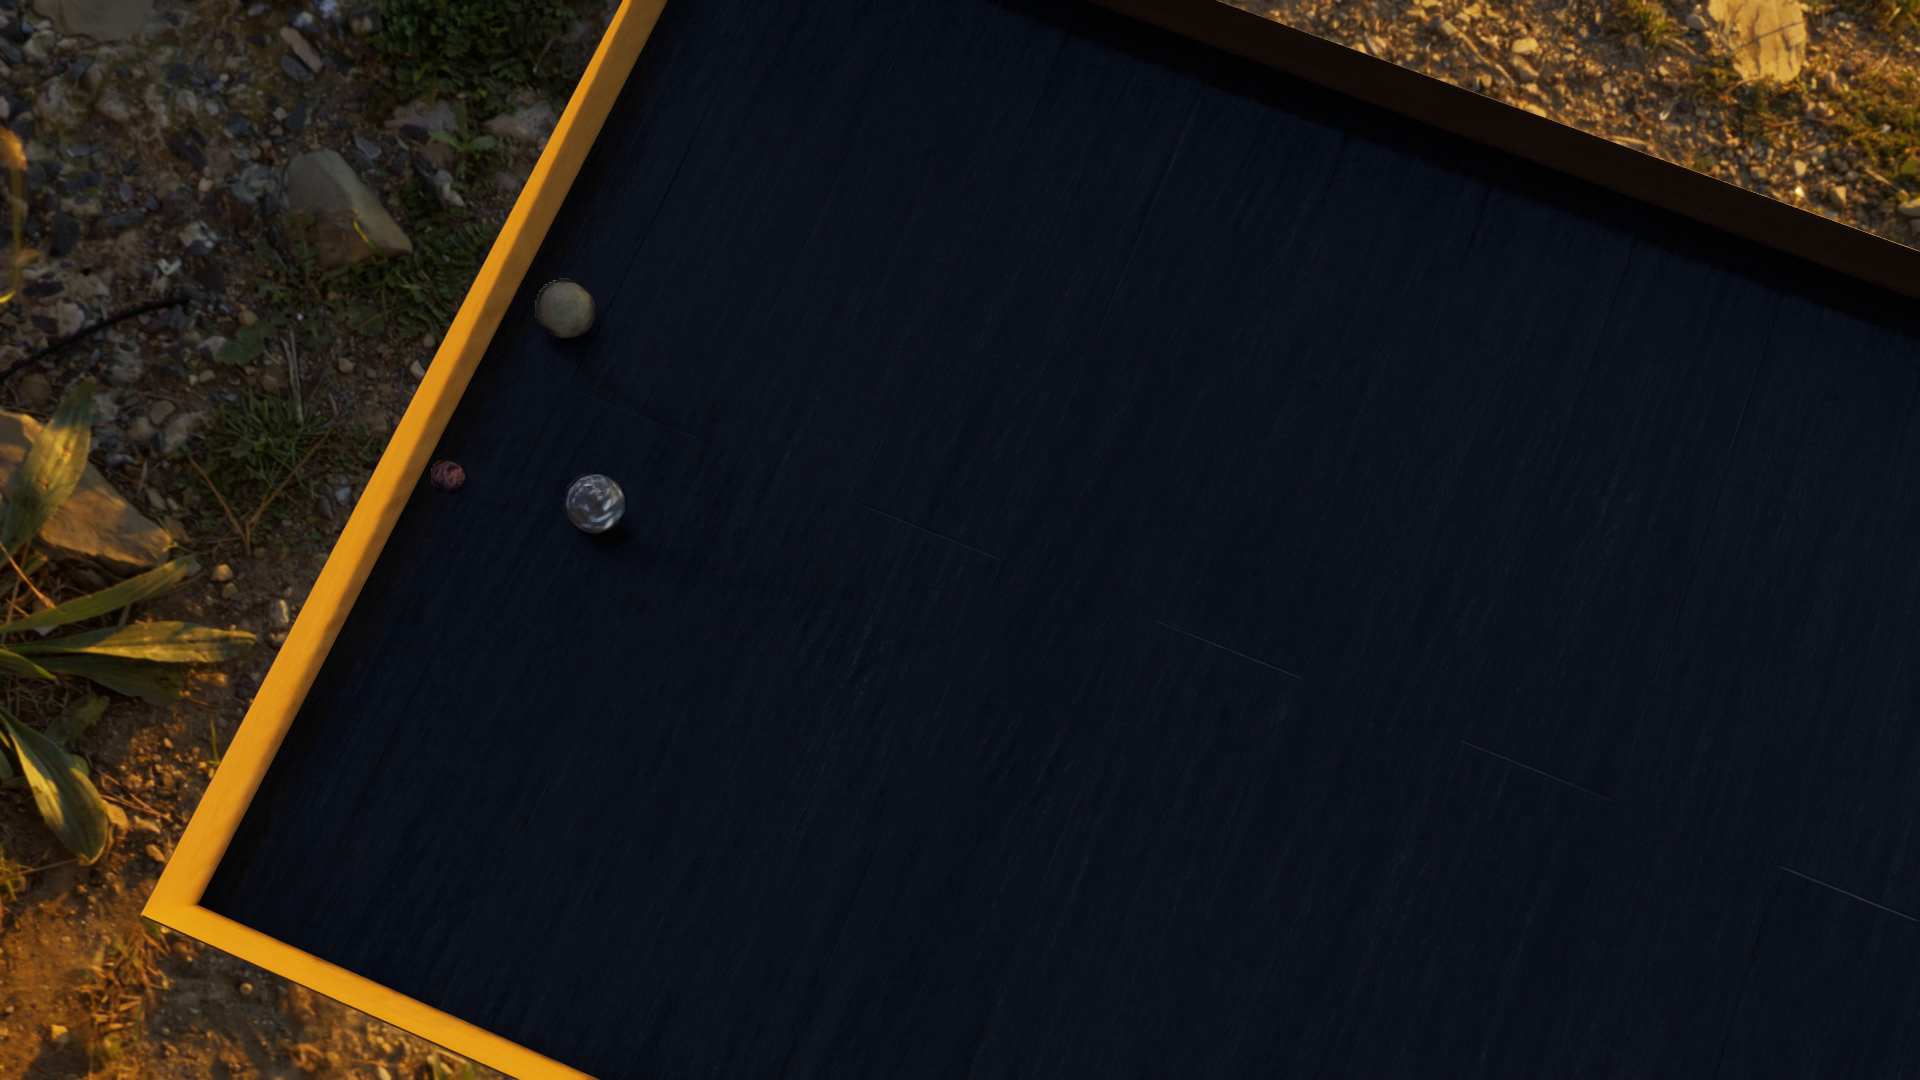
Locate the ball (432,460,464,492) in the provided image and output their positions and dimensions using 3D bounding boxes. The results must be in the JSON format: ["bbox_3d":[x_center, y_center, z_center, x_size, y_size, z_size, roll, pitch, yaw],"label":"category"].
[{"bbox_3d":[-0.801,-0.100,3.444,0.049,0.049,0.049,0,72,0],"label":"ball"}]

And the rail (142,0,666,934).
[{"bbox_3d":[-0.769,-0.311,3.474,0.045,0.120,1.988,21,73,7],"label":"rail"}]

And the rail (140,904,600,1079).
[{"bbox_3d":[0.419,1.156,2.997,3.422,0.120,0.045,21,73,7],"label":"rail"}]

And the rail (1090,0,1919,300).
[{"bbox_3d":[1.162,-0.549,3.551,3.422,0.120,0.045,21,73,7],"label":"rail"}]

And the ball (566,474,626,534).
[{"bbox_3d":[-0.564,-0.056,3.407,0.092,0.092,0.092,0,72,0],"label":"ball"}]

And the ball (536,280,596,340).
[{"bbox_3d":[-0.628,-0.367,3.507,0.093,0.093,0.093,0,72,0],"label":"ball"}]
